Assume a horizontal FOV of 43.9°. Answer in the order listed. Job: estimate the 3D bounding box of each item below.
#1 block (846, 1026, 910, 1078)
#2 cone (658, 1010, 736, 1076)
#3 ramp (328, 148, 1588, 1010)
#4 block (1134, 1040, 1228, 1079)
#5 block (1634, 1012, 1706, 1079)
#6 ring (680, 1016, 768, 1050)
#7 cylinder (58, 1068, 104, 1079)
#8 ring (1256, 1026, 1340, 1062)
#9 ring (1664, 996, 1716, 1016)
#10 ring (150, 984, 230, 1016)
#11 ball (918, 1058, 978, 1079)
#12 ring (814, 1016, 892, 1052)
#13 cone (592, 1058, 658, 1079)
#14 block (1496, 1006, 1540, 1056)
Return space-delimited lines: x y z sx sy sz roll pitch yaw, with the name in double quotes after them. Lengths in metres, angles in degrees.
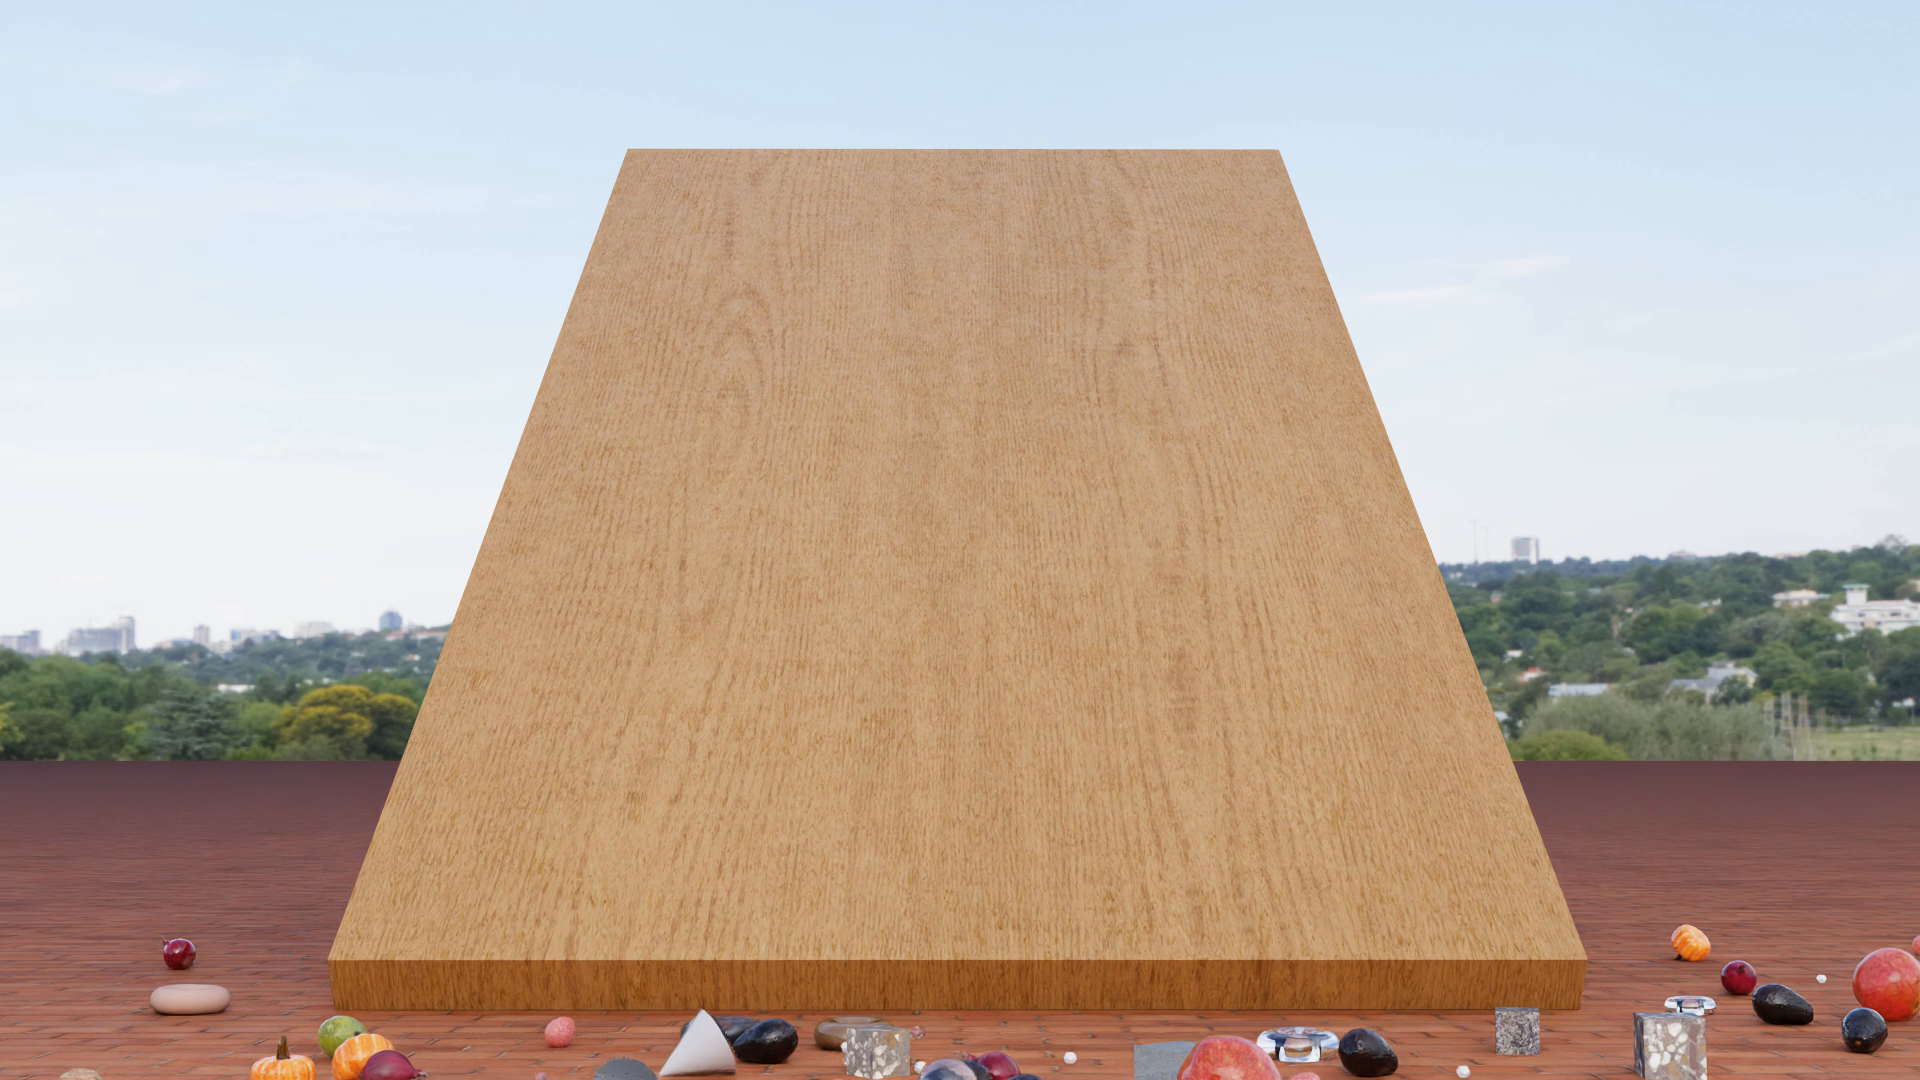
-0.105 0.656 3.056 0.058 0.058 0.058 4 -6 -37 "block"
-0.349 0.665 3.052 0.090 0.090 0.090 -27 6 -23 "cone"
-0.011 -0.223 5.573 2.000 0.100 4.000 0 28 0 "ramp"
0.253 0.618 2.728 0.076 0.076 0.076 4 -7 -38 "block"
0.907 0.646 3.046 0.076 0.076 0.076 -1 -5 6 "block"
-0.330 0.690 3.335 0.122 0.041 0.122 -1 -6 0 "ring"
-0.974 0.619 2.643 0.059 0.059 0.059 2 -6 -23 "cylinder"
0.457 0.682 3.223 0.112 0.037 0.112 -1 -4 0 "ring"
1.155 0.736 3.769 0.078 0.026 0.078 -1 -6 0 "ring"
-1.225 0.732 3.794 0.122 0.041 0.122 1 -5 0 "ring"
-0.013 0.616 2.671 0.069 0.069 0.069 0 -5 0 "ball"
-0.147 0.691 3.338 0.116 0.039 0.116 0 -4 0 "ring"
-0.380 0.631 2.654 0.082 0.082 0.082 2 -32 -21 "cone"
0.768 0.677 3.286 0.058 0.058 0.058 -1 -5 12 "block"
